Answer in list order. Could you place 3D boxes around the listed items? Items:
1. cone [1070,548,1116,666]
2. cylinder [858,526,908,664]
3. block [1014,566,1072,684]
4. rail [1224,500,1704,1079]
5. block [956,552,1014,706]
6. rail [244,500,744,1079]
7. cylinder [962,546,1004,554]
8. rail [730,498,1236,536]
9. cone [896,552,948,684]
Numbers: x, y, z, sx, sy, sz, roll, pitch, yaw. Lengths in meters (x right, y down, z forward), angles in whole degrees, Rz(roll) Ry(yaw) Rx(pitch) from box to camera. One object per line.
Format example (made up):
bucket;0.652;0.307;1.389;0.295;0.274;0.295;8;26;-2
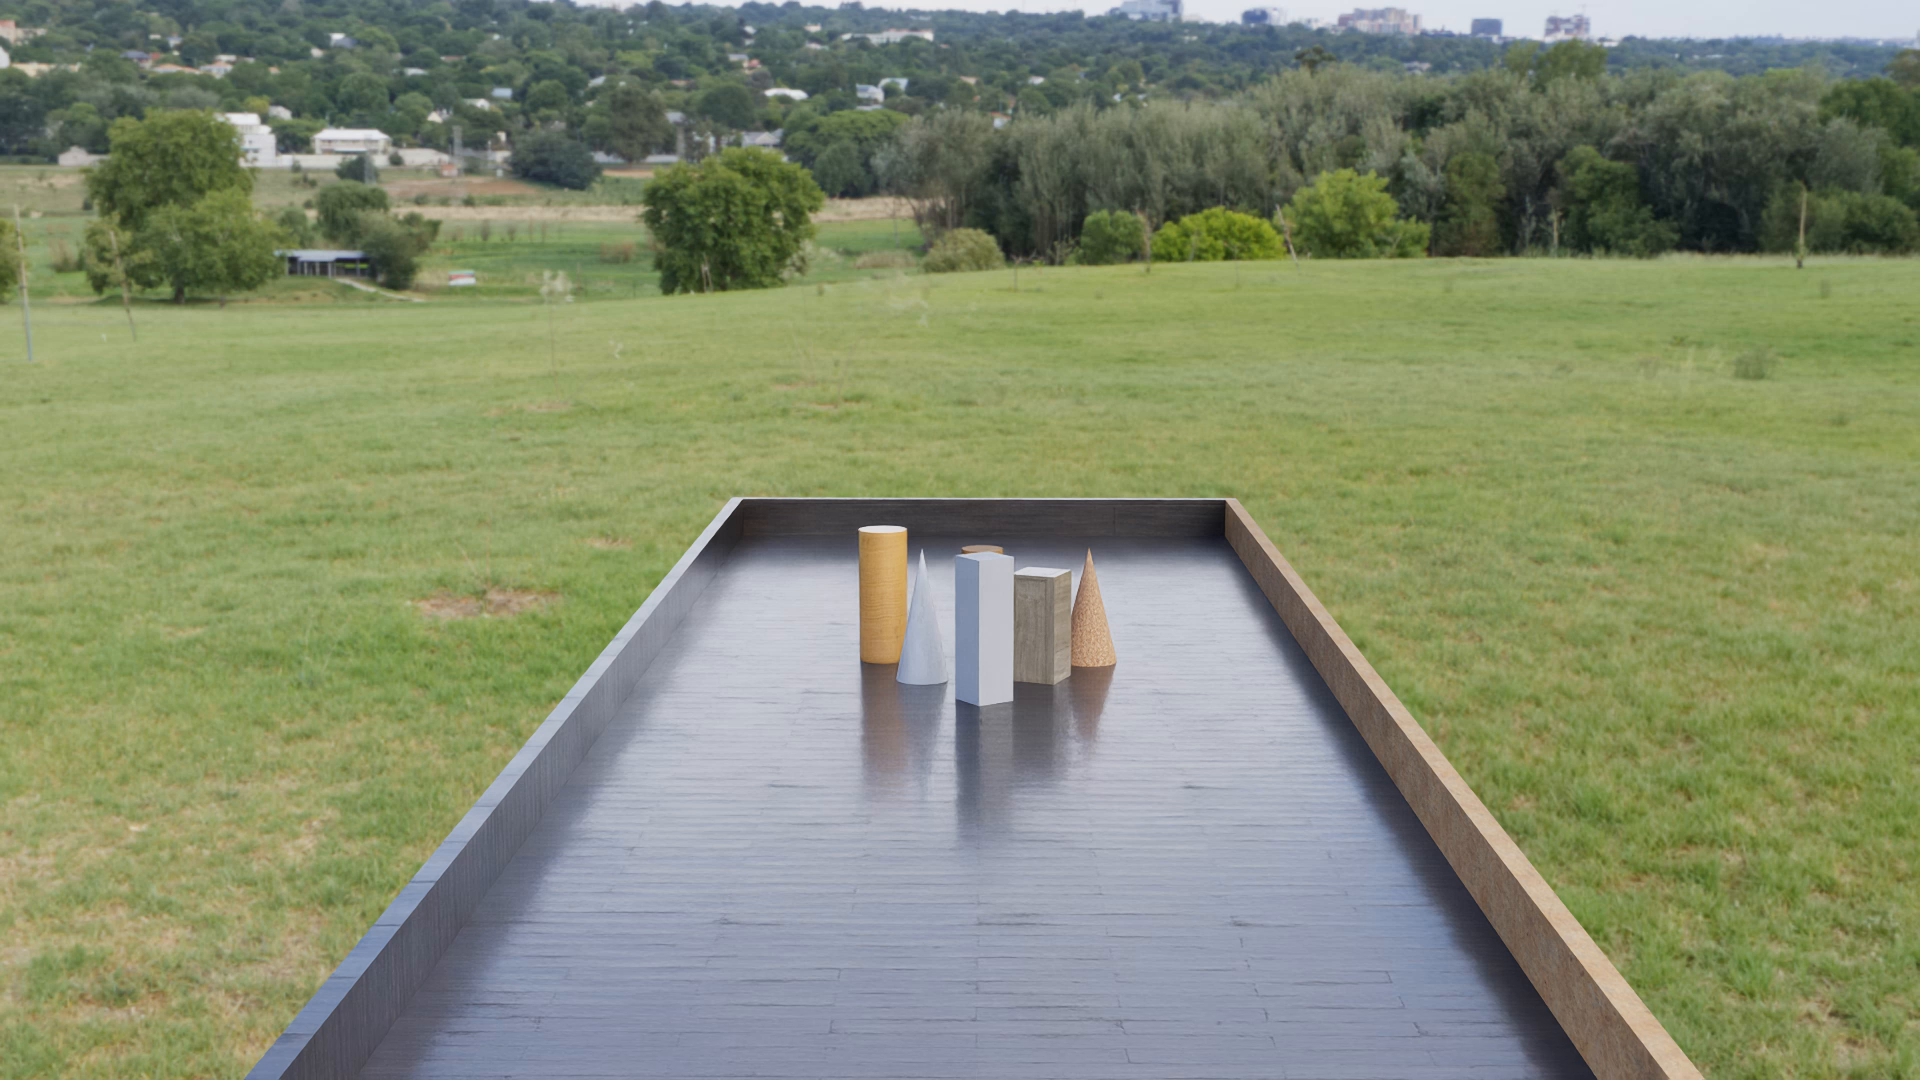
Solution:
cone;0.390;0.195;6.667;0.175;0.348;0.175;0;9;0
cylinder;-0.233;0.165;6.690;0.147;0.400;0.147;0;9;0
block;0.236;0.249;6.432;0.137;0.315;0.137;4;10;23
rail;1.046;0.843;3.208;0.050;0.150;12.000;0;9;1
block;0.068;0.247;6.148;0.117;0.409;0.117;-6;11;-34
rail;-1.004;0.839;3.234;0.050;0.150;12.000;0;9;1
cylinder;0.068;0.196;6.677;0.125;0.344;0.125;0;9;0
rail;0.099;-0.098;9.147;2.100;0.150;0.050;0;9;1
cone;-0.110;0.215;6.411;0.155;0.389;0.155;0;9;0
